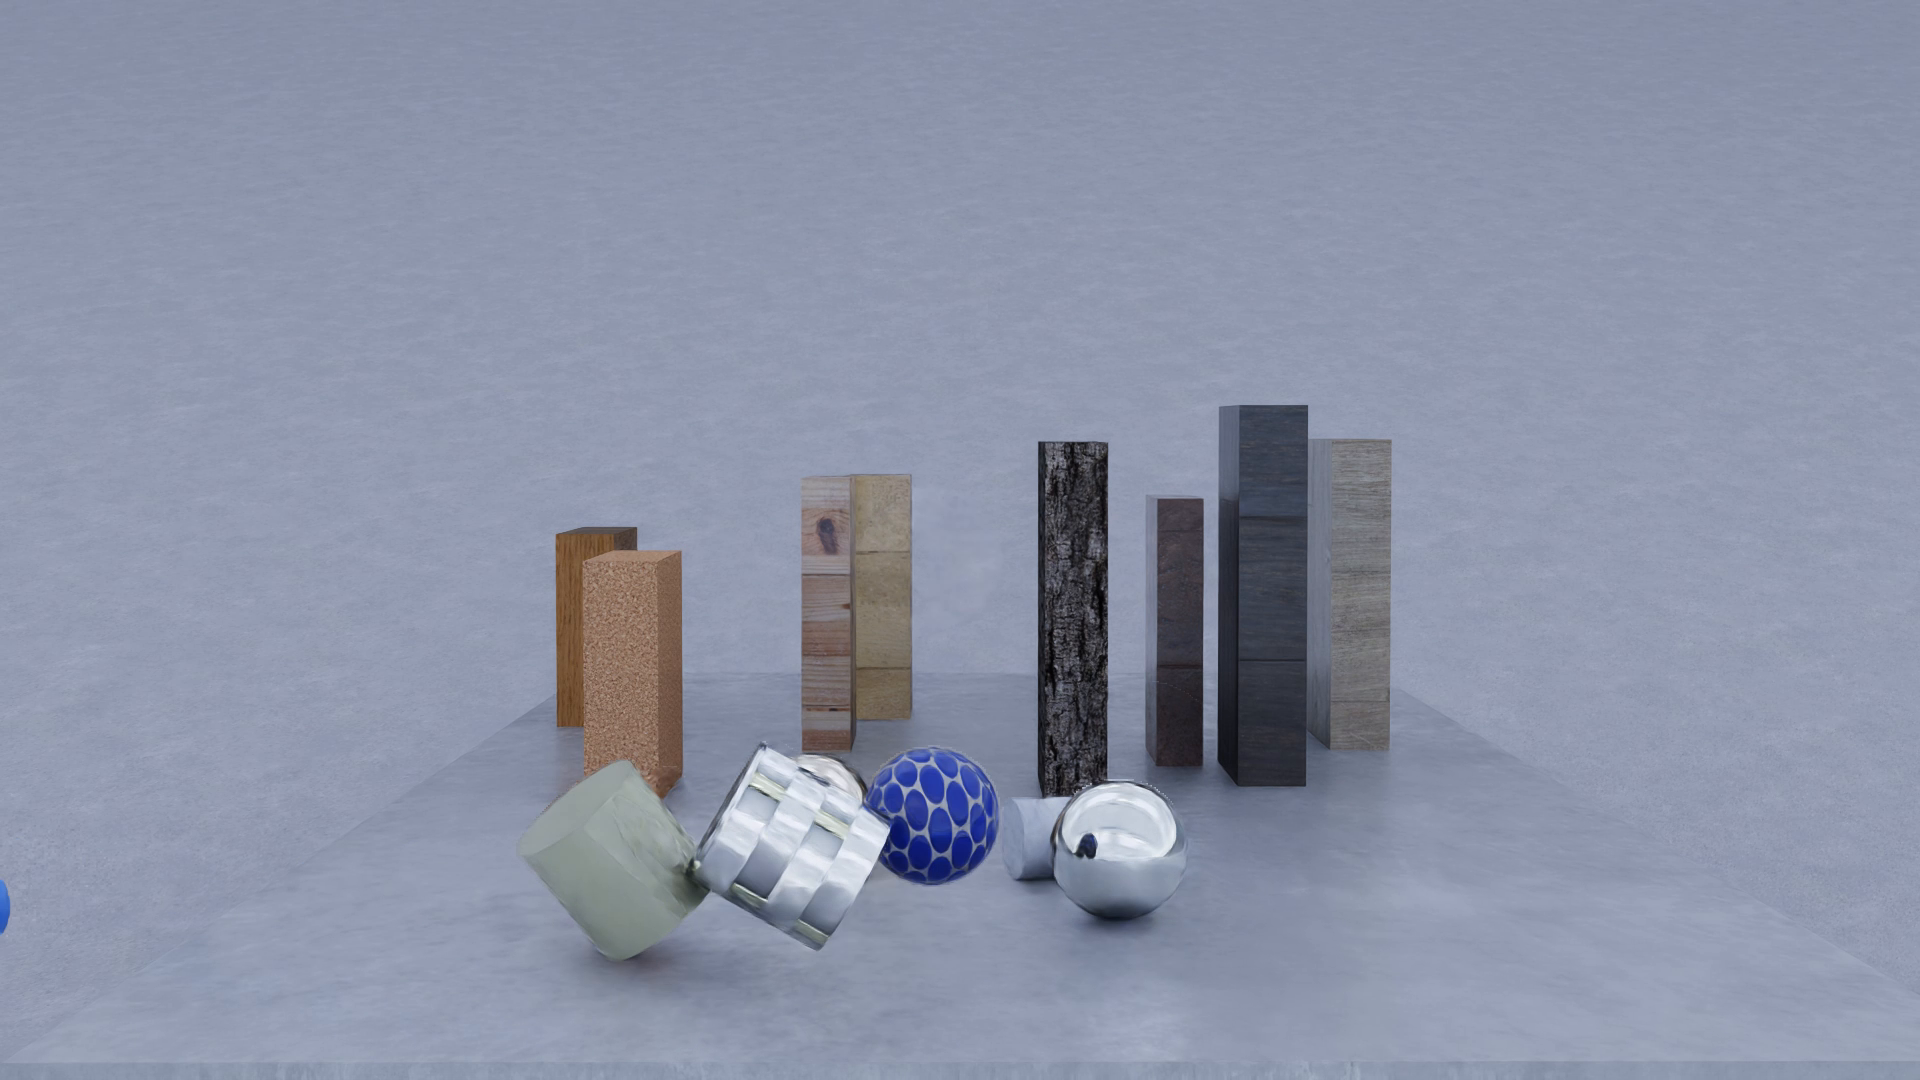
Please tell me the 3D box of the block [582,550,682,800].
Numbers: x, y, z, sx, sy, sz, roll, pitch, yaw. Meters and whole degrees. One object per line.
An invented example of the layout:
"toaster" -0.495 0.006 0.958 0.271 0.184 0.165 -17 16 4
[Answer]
"block" -0.562 0.229 4.448 0.123 0.403 0.377 0 3 0

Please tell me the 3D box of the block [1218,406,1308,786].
"block" 0.542 0.090 4.634 0.119 0.662 0.349 0 3 0

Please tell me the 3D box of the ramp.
"ramp" 0.053 0.476 4.537 2.000 0.100 4.000 0 3 0

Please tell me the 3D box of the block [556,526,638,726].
"block" -0.782 0.180 5.563 0.121 0.402 0.396 0 3 0

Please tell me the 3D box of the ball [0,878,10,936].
"ball" -1.382 0.508 3.538 0.143 0.143 0.143 0 23 0

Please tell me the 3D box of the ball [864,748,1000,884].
"ball" -0.034 0.329 3.067 0.163 0.163 0.163 0 23 0

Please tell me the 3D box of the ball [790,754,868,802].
"ball" -0.205 0.383 3.591 0.169 0.169 0.169 0 23 0

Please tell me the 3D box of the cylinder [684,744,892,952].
"cylinder" -0.196 0.351 2.941 0.174 0.174 0.174 31 24 -4

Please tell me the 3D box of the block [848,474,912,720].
"block" -0.175 0.118 5.621 0.137 0.521 0.247 0 3 0

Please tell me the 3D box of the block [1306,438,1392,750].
"block" 0.772 0.098 5.151 0.115 0.600 0.384 0 3 0

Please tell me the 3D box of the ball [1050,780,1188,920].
"ball" 0.202 0.394 3.269 0.176 0.176 0.176 0 23 0

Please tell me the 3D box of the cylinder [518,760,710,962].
"cylinder" -0.401 0.377 3.023 0.166 0.166 0.166 -34 15 10

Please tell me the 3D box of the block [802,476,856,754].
"block" -0.257 0.139 5.065 0.093 0.527 0.292 0 3 0

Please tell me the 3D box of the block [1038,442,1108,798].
"block" 0.191 0.132 4.409 0.103 0.599 0.371 0 3 0

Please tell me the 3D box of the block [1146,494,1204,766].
"block" 0.405 0.164 4.873 0.085 0.493 0.284 0 3 0

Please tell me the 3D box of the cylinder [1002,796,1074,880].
"cylinder" 0.127 0.413 3.565 0.111 0.111 0.111 -1 22 -15

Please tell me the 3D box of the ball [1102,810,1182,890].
"ball" 0.246 0.419 3.485 0.106 0.106 0.106 0 23 0
